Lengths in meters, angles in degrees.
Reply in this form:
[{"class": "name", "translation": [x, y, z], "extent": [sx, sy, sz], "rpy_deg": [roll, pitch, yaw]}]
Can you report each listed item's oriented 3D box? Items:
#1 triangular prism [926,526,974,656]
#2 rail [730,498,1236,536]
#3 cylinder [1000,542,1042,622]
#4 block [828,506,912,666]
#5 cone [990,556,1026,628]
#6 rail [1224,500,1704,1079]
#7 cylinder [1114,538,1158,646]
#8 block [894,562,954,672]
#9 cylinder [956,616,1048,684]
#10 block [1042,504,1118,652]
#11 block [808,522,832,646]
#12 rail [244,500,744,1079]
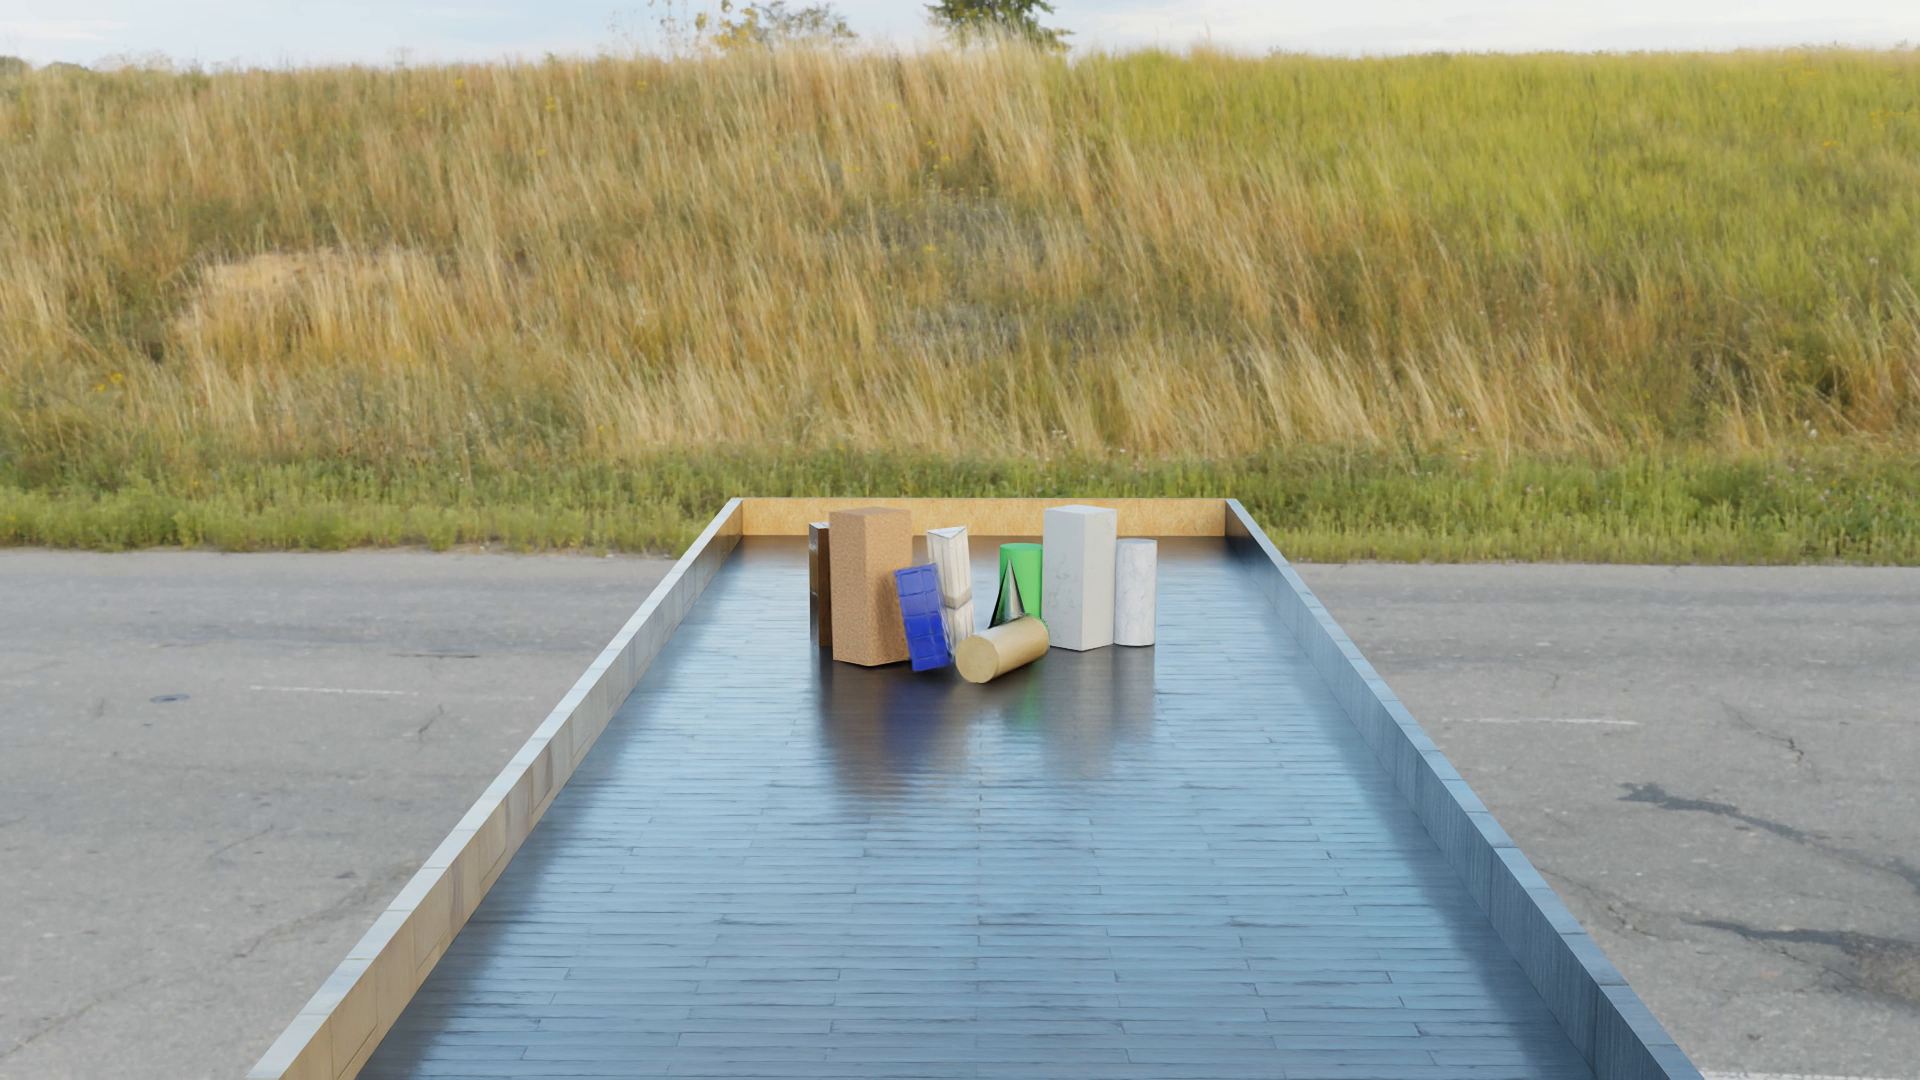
[{"class": "triangular prism", "translation": [-0.008, 0.154, 6.757], "extent": [0.106, 0.384, 0.122], "rpy_deg": [-16, 19, -35]}, {"class": "rail", "translation": [0.099, -0.098, 9.147], "extent": [2.100, 0.150, 0.050], "rpy_deg": [0, 9, 1]}, {"class": "cylinder", "translation": [0.199, 0.170, 6.965], "extent": [0.150, 0.302, 0.150], "rpy_deg": [1, 9, 0]}, {"class": "block", "translation": [-0.267, 0.137, 6.672], "extent": [0.178, 0.454, 0.178], "rpy_deg": [-8, 10, -40]}, {"class": "cone", "translation": [0.153, 0.196, 6.813], "extent": [0.167, 0.301, 0.167], "rpy_deg": [0, 9, 0]}, {"class": "rail", "translation": [1.046, 0.843, 3.208], "extent": [0.050, 0.150, 12.000], "rpy_deg": [0, 9, 1]}, {"class": "cylinder", "translation": [0.551, 0.163, 6.938], "extent": [0.136, 0.321, 0.136], "rpy_deg": [1, 7, 0]}, {"class": "block", "translation": [-0.105, 0.227, 6.523], "extent": [0.111, 0.304, 0.111], "rpy_deg": [-11, 1, 8]}, {"class": "cylinder", "translation": [0.127, 0.322, 6.532], "extent": [0.139, 0.139, 0.355], "rpy_deg": [5, 10, 26]}, {"class": "block", "translation": [0.373, 0.116, 6.899], "extent": [0.163, 0.428, 0.163], "rpy_deg": [8, 11, 40]}, {"class": "block", "translation": [-0.403, 0.137, 6.949], "extent": [0.121, 0.375, 0.121], "rpy_deg": [-3, 9, -17]}, {"class": "rail", "translation": [-1.004, 0.839, 3.234], "extent": [0.050, 0.150, 12.000], "rpy_deg": [0, 9, 1]}]
